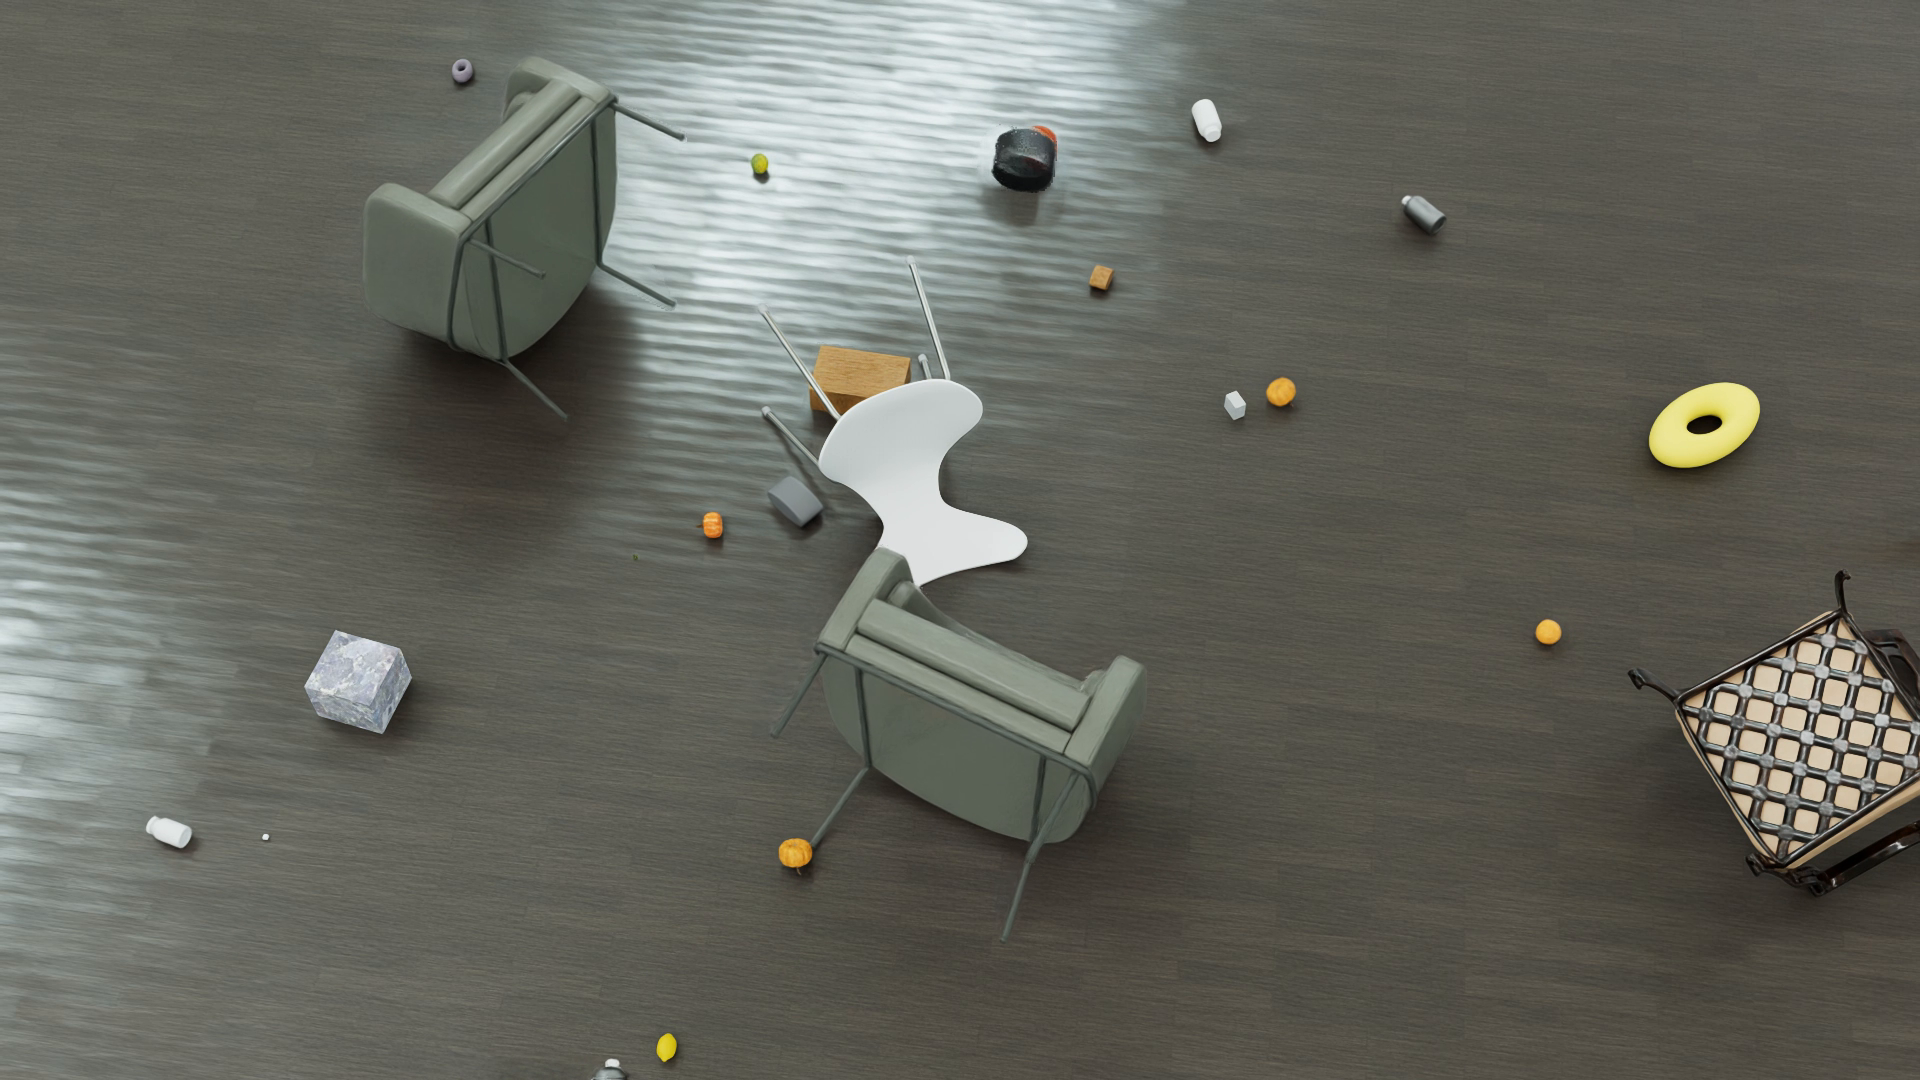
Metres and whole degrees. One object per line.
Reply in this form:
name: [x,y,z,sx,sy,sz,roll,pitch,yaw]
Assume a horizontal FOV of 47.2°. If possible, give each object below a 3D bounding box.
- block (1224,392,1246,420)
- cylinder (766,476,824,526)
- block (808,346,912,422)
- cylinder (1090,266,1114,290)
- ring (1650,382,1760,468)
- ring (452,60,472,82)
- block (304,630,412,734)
block: [0.853,-0.417,6.818,0.037,0.059,0.059,-23,59,-15]
cylinder: [-0.495,-0.117,6.611,0.086,0.070,0.164,-39,64,-23]
block: [-0.309,-0.486,6.837,0.284,0.104,0.175,9,57,6]
cylinder: [0.458,-0.849,7.113,0.055,0.051,0.086,18,55,12]
ring: [2.285,-0.353,6.749,0.405,0.105,0.235,-30,60,-18]
ring: [-1.729,-1.629,7.637,0.069,0.050,0.088,10,58,4]
block: [-1.696,0.401,6.207,0.200,0.162,0.193,15,57,10]
